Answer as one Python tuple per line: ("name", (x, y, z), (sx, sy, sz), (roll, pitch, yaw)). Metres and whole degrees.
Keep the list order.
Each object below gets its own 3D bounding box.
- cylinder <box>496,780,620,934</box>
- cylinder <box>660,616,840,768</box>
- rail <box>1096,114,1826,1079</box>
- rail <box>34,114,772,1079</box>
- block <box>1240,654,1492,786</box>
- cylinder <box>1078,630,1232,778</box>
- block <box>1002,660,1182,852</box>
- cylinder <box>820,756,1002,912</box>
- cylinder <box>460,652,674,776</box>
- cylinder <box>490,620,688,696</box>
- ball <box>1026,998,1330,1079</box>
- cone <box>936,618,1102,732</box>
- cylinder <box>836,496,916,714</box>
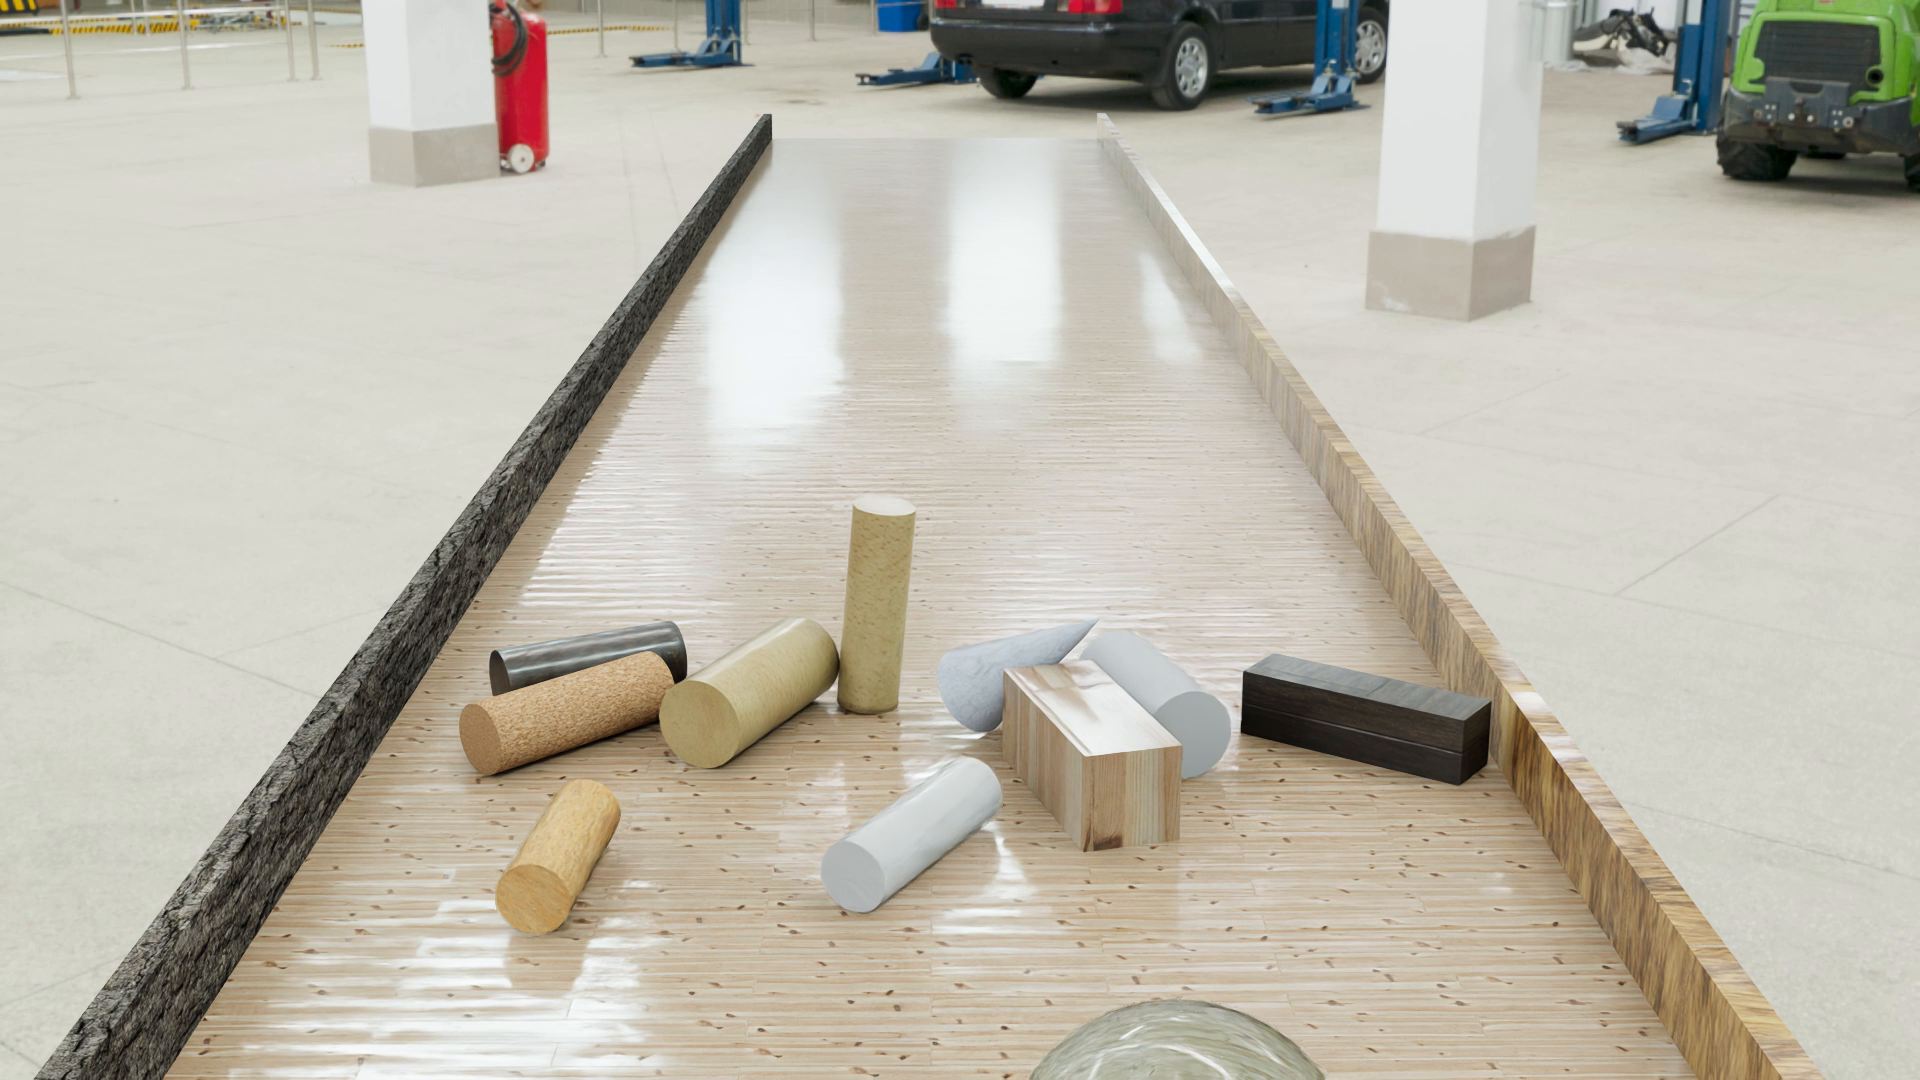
("cylinder", (-0.617, 0.485, 3.400), (0.113, 0.113, 0.322), (1, 17, 4))
("cylinder", (-0.379, 0.273, 4.023), (0.163, 0.163, 0.385), (7, 18, 23))
("rail", (0.932, -0.844, 7.801), (0.050, 0.150, 12.000), (0, 17, -1))
("rail", (-1.118, -0.838, 7.780), (0.050, 0.150, 12.000), (0, 17, -1))
("block", (0.724, 0.318, 3.946), (0.428, 0.121, 0.121), (12, 20, 34))
("cylinder", (0.343, 0.292, 3.960), (0.162, 0.162, 0.341), (-5, 17, -17))
("block", (0.217, 0.358, 3.731), (0.166, 0.166, 0.424), (-5, 17, -16))
("cylinder", (-0.072, 0.461, 3.477), (0.114, 0.114, 0.381), (9, 19, 27))
("cylinder", (-0.703, 0.309, 3.962), (0.130, 0.130, 0.381), (16, 23, 42))
("cylinder", (-0.706, 0.244, 4.183), (0.350, 0.128, 0.128), (-9, 19, -28))
("ball", (0.216, 0.637, 2.160), (0.366, 0.366, 0.366), (0, 17, 0))
("cone", (0.135, 0.205, 3.941), (0.353, 0.167, 0.167), (-32, -8, 41))
("cylinder", (-0.157, 0.122, 4.115), (0.118, 0.391, 0.118), (5, 18, -2))
